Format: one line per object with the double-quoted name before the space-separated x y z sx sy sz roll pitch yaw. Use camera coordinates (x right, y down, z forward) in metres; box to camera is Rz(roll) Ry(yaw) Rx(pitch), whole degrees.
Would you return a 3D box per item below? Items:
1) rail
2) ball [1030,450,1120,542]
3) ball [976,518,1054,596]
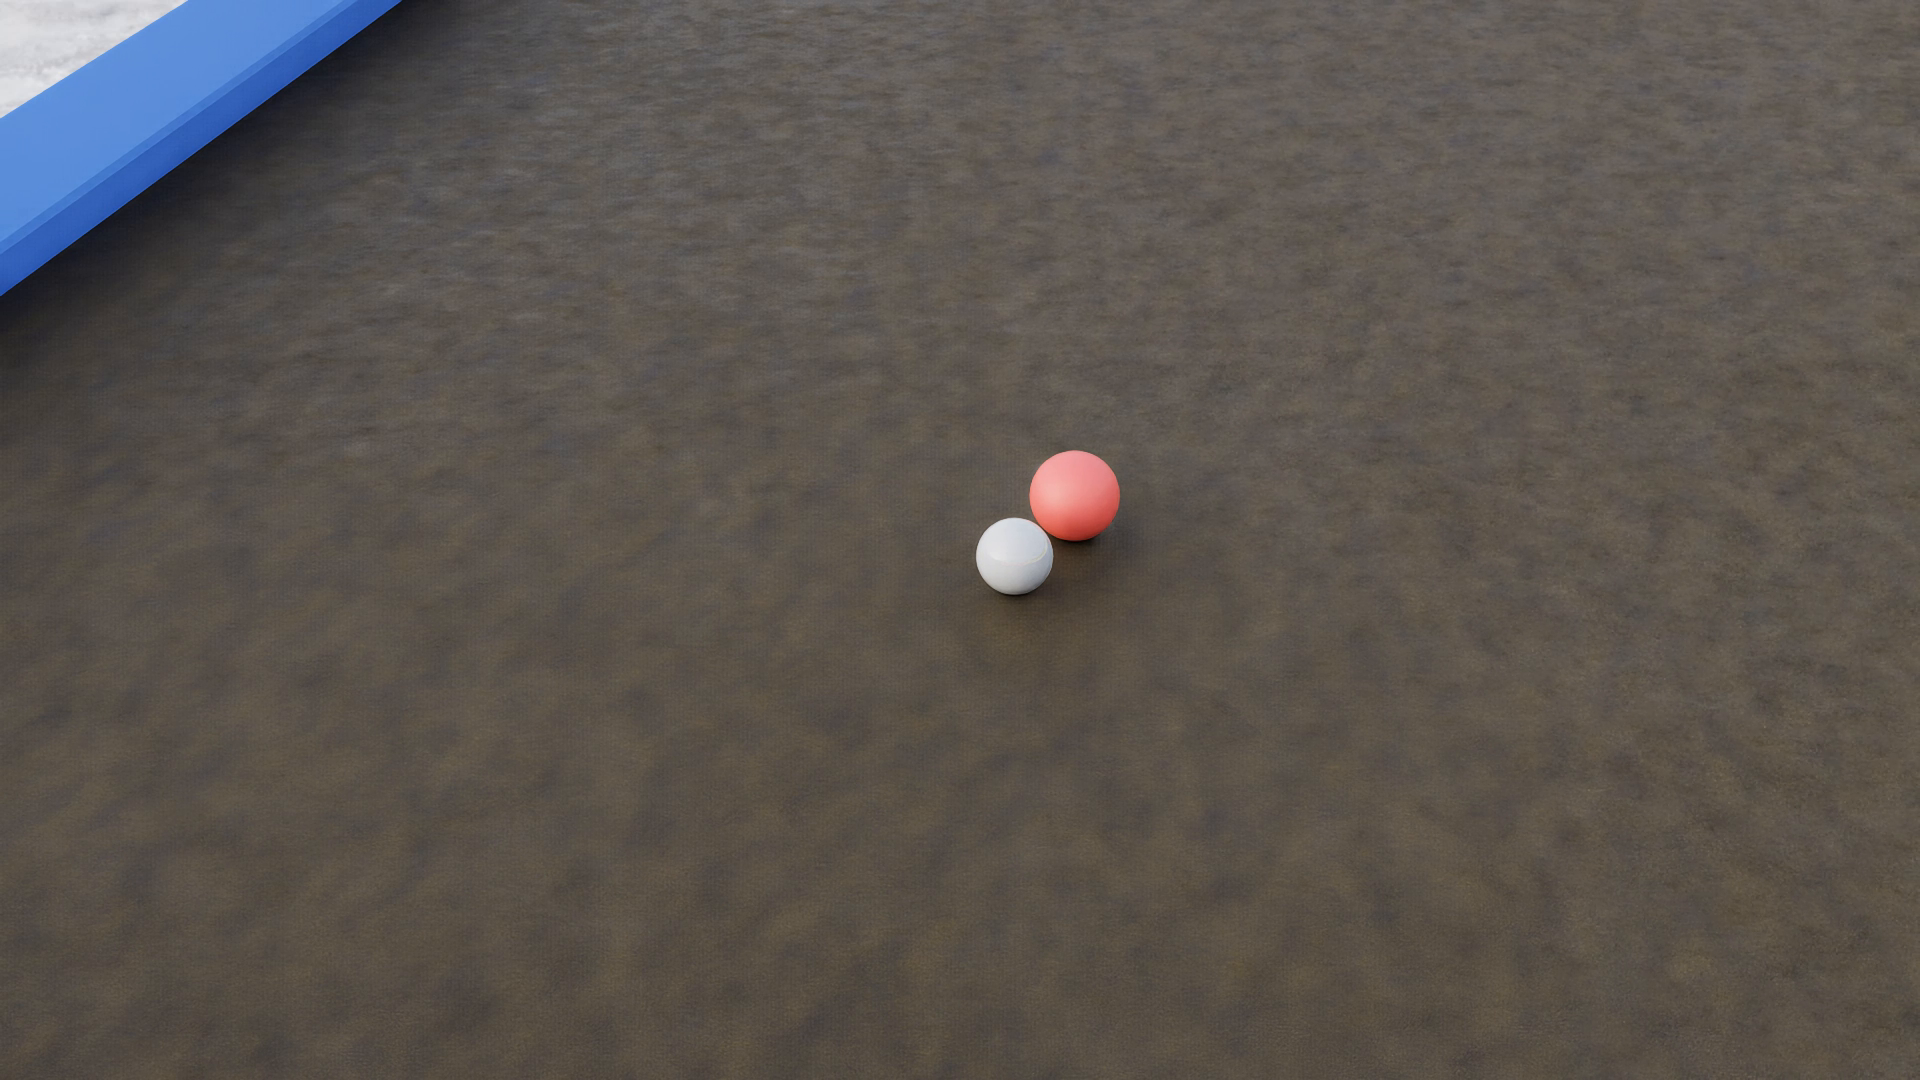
"rail" -0.640 -0.428 2.619 0.045 0.130 2.993 5 27 11
"ball" 0.074 -0.028 1.897 0.059 0.059 0.059 0 26 0
"ball" 0.034 0.010 1.831 0.048 0.048 0.048 0 26 0
